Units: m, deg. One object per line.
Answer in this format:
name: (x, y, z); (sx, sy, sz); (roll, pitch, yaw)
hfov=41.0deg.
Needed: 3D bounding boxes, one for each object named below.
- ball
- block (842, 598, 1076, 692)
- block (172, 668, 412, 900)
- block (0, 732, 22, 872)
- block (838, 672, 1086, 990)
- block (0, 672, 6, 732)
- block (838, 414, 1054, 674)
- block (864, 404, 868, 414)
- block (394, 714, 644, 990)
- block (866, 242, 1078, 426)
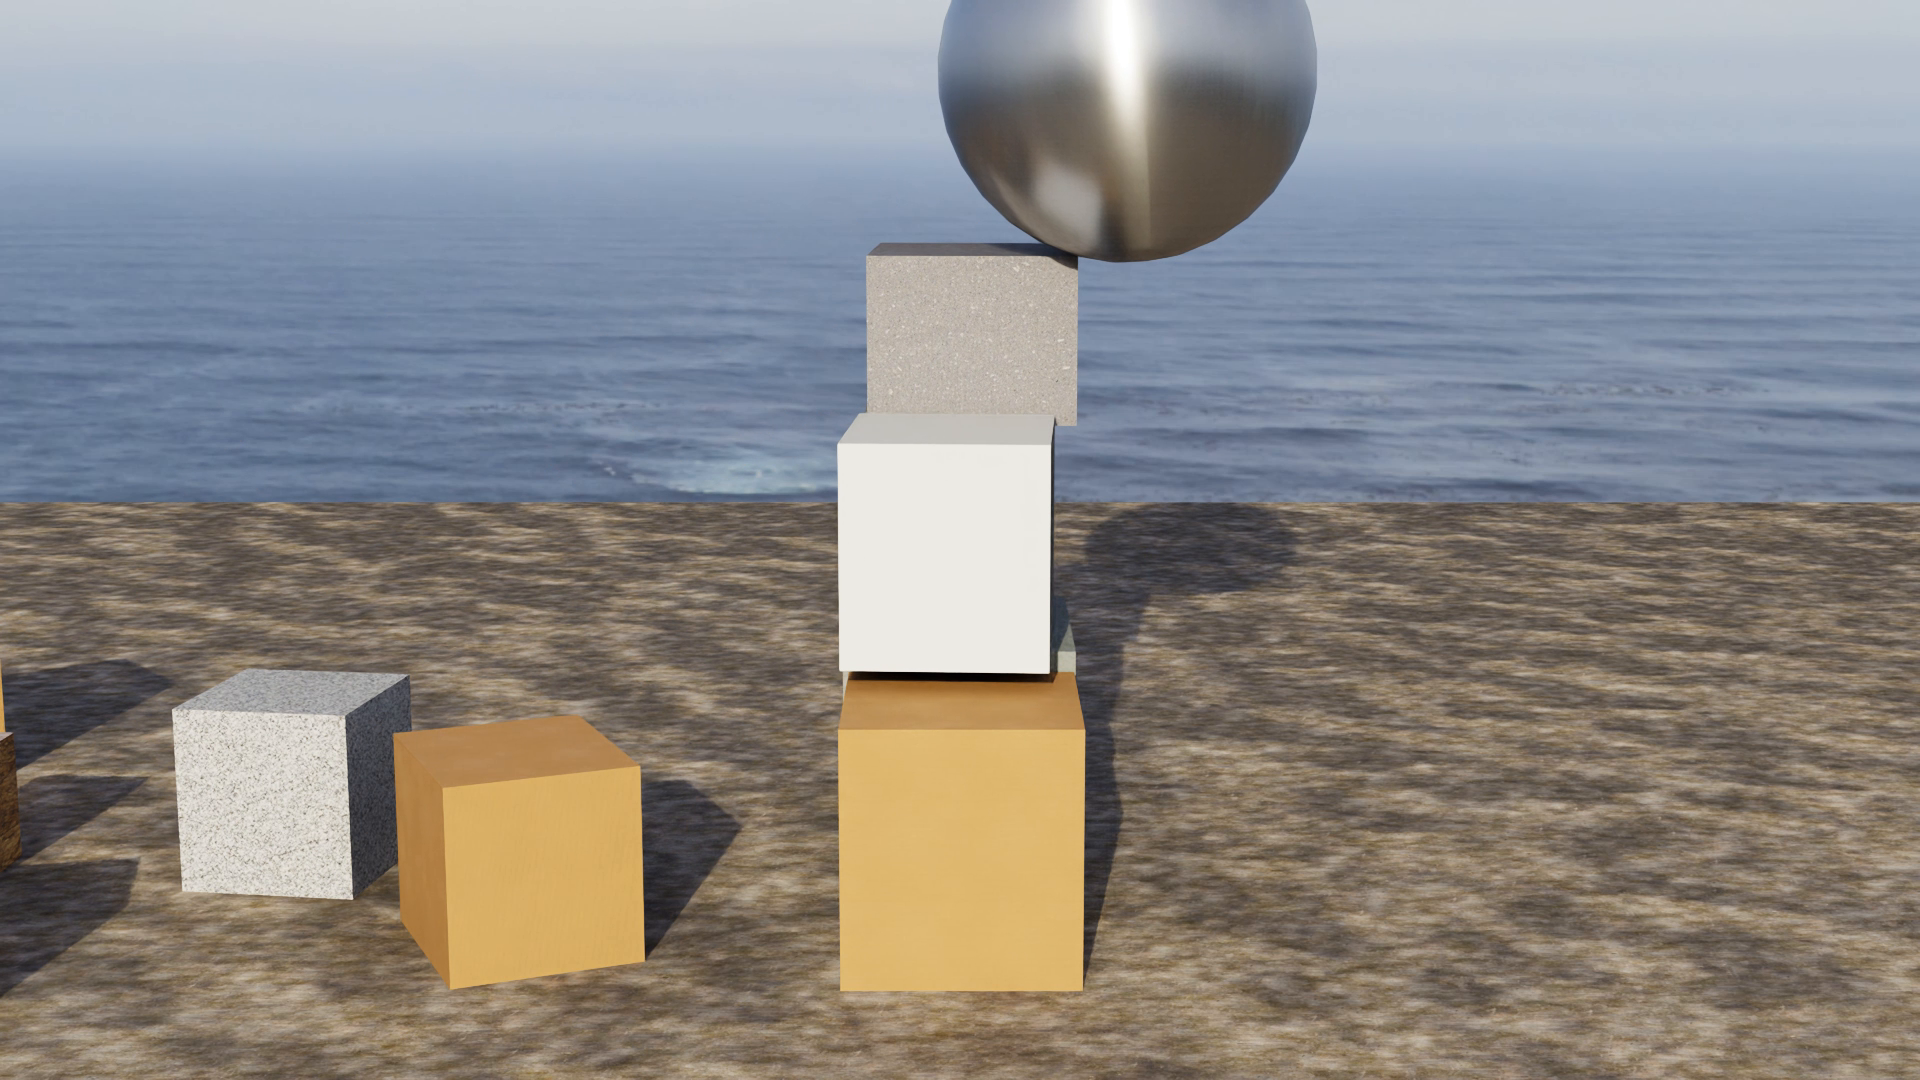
ball: (0.703, -1.973, 10.822); (1.600, 1.600, 1.600); (0, 10, 0)
block: (-0.004, 0.919, 11.358); (0.972, 1.128, 1.135); (0, 10, 0)
block: (-2.941, 1.069, 11.409); (0.777, 0.814, 0.774); (2, 10, 8)
block: (-4.558, 1.199, 11.351); (0.567, 0.579, 0.549); (0, 10, 2)
block: (0.006, 1.150, 10.327); (0.940, 1.043, 0.957); (0, 10, 0)
block: (-5.432, 0.760, 12.972); (0.896, 0.863, 0.827); (-8, 13, -37)
block: (-0.038, -0.006, 10.705); (0.846, 0.926, 0.928); (1, 10, 3)
block: (-0.011, -0.147, 11.630); (0.837, 0.872, 0.874); (0, 10, 0)
block: (-1.806, 1.245, 10.456); (0.786, 0.809, 0.906); (-5, 11, -24)
block: (0.069, -0.935, 11.485); (0.908, 0.731, 0.871); (0, 10, 2)
